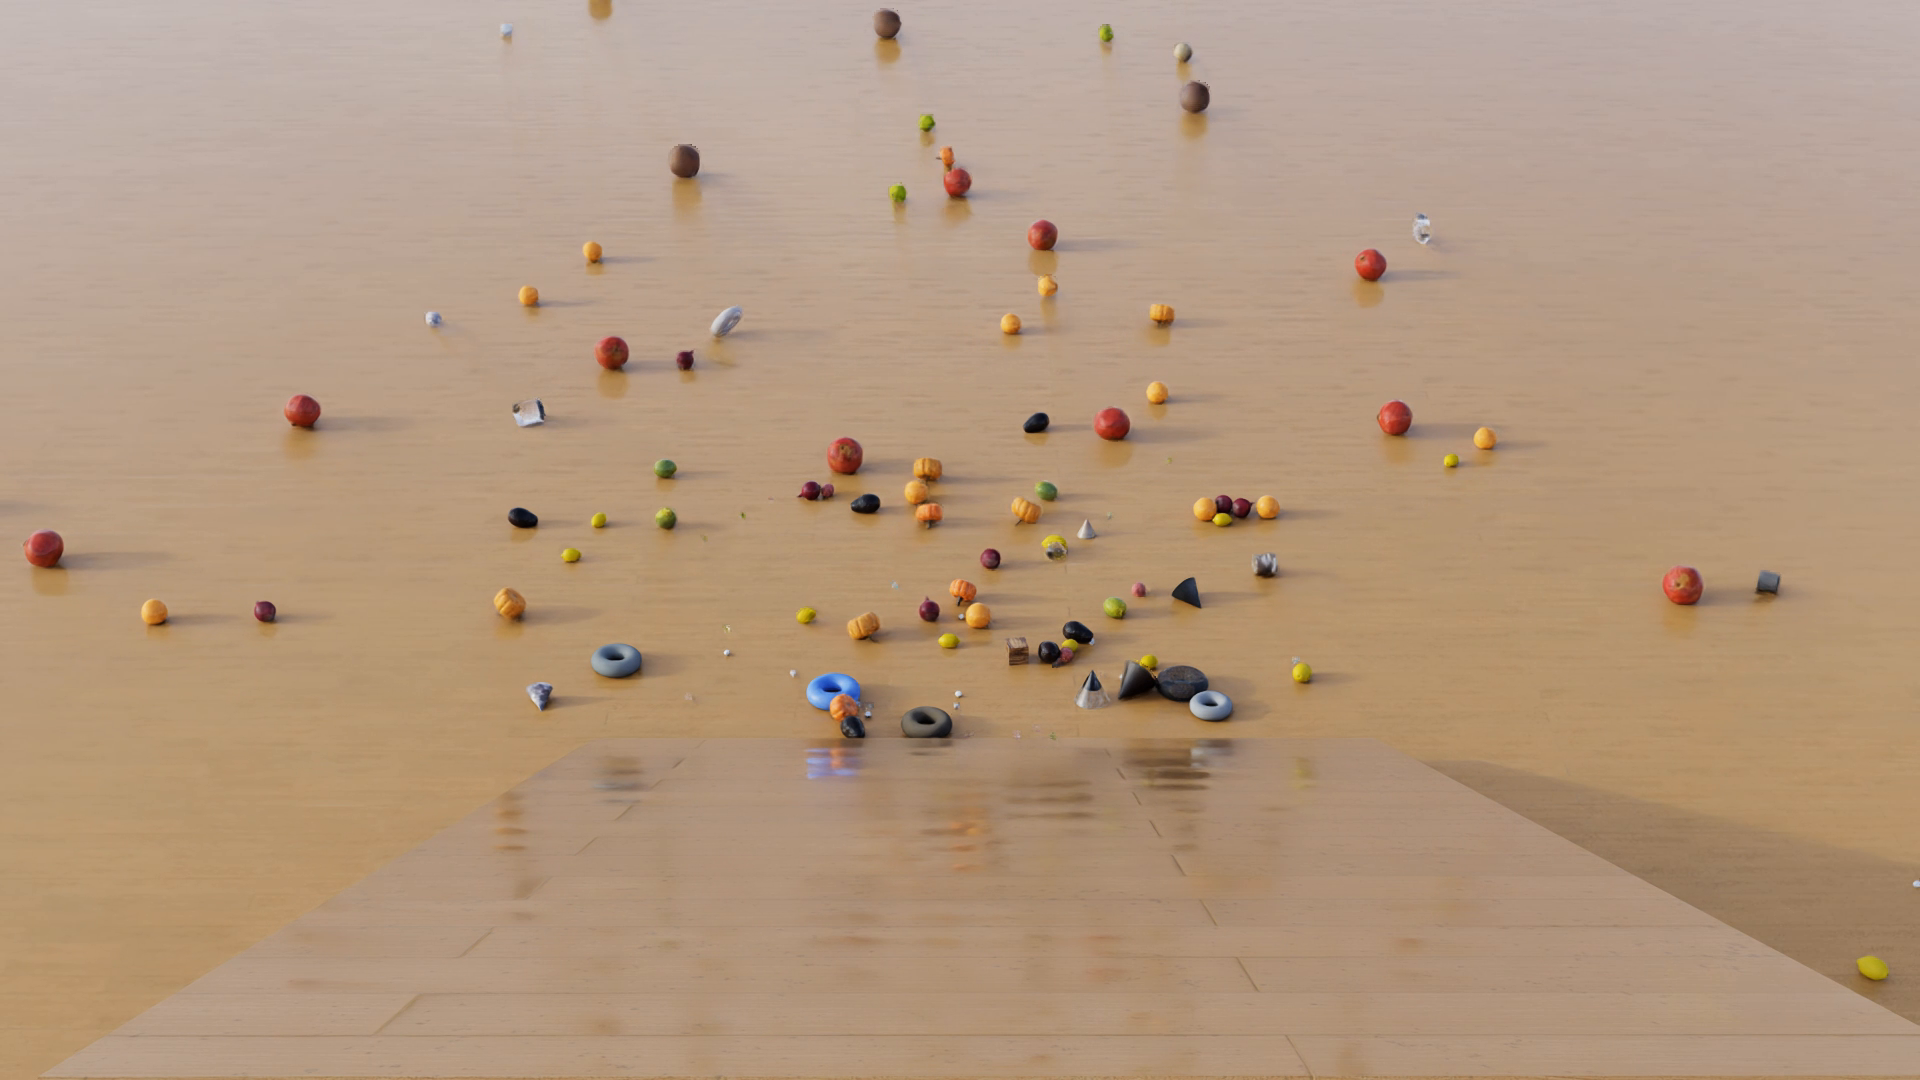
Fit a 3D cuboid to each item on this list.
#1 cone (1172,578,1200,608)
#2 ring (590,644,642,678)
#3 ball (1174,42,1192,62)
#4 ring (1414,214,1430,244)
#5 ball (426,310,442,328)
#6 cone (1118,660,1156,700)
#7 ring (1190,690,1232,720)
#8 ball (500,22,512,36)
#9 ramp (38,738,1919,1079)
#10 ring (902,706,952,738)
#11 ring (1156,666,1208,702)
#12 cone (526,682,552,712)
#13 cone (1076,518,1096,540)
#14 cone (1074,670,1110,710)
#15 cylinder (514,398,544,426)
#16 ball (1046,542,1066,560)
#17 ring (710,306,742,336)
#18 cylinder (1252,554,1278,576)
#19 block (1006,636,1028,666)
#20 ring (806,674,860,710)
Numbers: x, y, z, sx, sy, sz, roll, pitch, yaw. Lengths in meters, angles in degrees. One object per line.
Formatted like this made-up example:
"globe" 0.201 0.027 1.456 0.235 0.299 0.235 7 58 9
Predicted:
"cone" 0.665 0.166 7.392 0.085 0.085 0.085 -21 62 -34
"ring" -0.942 0.330 7.082 0.139 0.046 0.139 1 29 -1
"ball" 1.014 -2.212 11.723 0.084 0.084 0.084 0 28 0
"ring" 1.750 -1.179 9.790 0.037 0.112 0.112 -5 29 -9
"ball" -1.857 -0.779 9.112 0.057 0.057 0.057 0 28 0
"cone" 0.457 0.396 6.962 0.100 0.100 0.100 26 64 39
"ring" 0.669 0.442 6.885 0.116 0.039 0.116 0 30 0
"ball" -2.117 -2.384 12.067 0.059 0.059 0.059 0 28 0
"ramp" 0.064 0.575 4.619 2.000 0.100 4.000 0 1 0
"ring" -0.088 0.484 6.799 0.135 0.045 0.135 1 29 -1
"ring" 0.599 0.388 6.975 0.143 0.048 0.143 -1 30 0
"cone" -1.122 0.430 6.913 0.071 0.071 0.071 -5 56 -10
"cone" 0.380 -0.041 7.751 0.058 0.058 0.058 0 28 0
"cone" 0.354 0.387 6.924 0.096 0.096 0.096 0 28 0
"cylinder" -1.405 -0.416 8.424 0.076 0.076 0.076 -16 32 -31
"ball" 0.281 0.033 7.617 0.056 0.056 0.056 0 28 0
"ring" -0.816 -0.762 9.024 0.044 0.131 0.131 47 43 8
"cylinder" 0.889 0.073 7.542 0.059 0.059 0.059 -4 29 -7
"block" 0.157 0.306 7.116 0.055 0.055 0.055 -5 29 -9
"ring" -0.340 0.407 6.937 0.145 0.048 0.145 -1 30 0
